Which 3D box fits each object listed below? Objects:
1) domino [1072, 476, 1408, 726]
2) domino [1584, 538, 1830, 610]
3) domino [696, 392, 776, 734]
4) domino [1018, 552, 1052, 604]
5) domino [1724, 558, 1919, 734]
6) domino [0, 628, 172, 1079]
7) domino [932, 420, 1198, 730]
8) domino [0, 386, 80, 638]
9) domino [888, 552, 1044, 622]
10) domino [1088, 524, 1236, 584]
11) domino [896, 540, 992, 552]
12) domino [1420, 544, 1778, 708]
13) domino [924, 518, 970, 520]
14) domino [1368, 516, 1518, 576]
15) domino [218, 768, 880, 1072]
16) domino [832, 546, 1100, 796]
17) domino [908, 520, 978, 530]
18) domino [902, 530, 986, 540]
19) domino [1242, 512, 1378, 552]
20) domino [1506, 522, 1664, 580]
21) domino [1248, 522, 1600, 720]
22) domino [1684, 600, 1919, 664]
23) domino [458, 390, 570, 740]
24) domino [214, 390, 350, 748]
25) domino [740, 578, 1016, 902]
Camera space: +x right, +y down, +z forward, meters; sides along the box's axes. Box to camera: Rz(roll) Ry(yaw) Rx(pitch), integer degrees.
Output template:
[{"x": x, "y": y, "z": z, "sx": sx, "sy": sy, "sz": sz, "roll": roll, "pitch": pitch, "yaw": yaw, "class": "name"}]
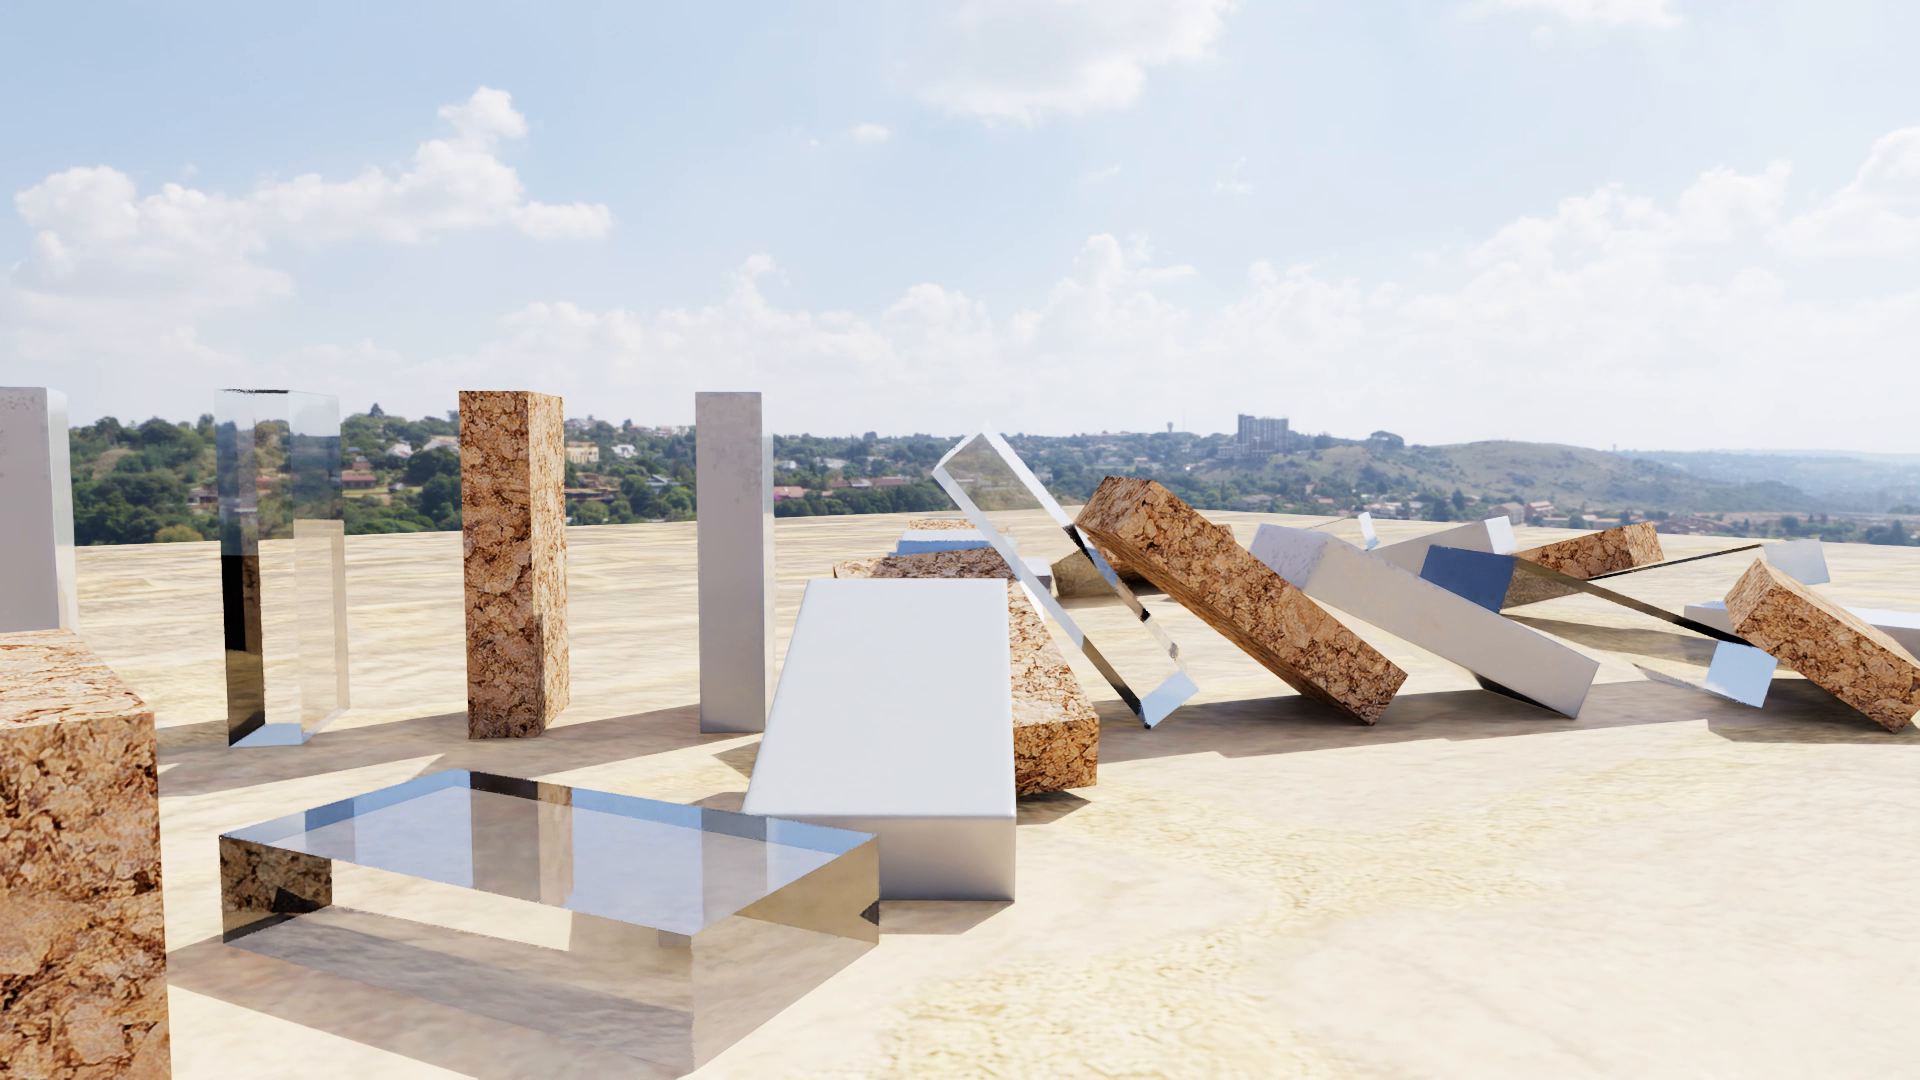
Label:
[{"x": 0.043, "y": 0.009, "z": 0.201, "sx": 0.050, "sy": 0.009, "sz": 0.025, "roll": 36, "pitch": -2, "yaw": -10, "class": "domino"}, {"x": 0.157, "y": 0.010, "z": 0.281, "sx": 0.025, "sy": 0.010, "sz": 0.050, "roll": -3, "pitch": -11, "yaw": -34, "class": "domino"}, {"x": -0.034, "y": 0.003, "z": 0.199, "sx": 0.009, "sy": 0.050, "sz": 0.025, "roll": 0, "pitch": 4, "yaw": -5, "class": "domino"}, {"x": 0.013, "y": 0.010, "z": 0.366, "sx": 0.025, "sy": 0.009, "sz": 0.050, "roll": 0, "pitch": 4, "yaw": 2, "class": "domino"}, {"x": 0.143, "y": 0.016, "z": 0.213, "sx": 0.025, "sy": 0.009, "sz": 0.050, "roll": 38, "pitch": 21, "yaw": 21, "class": "domino"}, {"x": -0.072, "y": 0.023, "z": 0.101, "sx": 0.009, "sy": 0.025, "sz": 0.050, "roll": -4, "pitch": 6, "yaw": -40, "class": "domino"}, {"x": 0.016, "y": 0.004, "z": 0.200, "sx": 0.009, "sy": 0.050, "sz": 0.025, "roll": -40, "pitch": 5, "yaw": 8, "class": "domino"}, {"x": -0.132, "y": 0.004, "z": 0.181, "sx": 0.010, "sy": 0.050, "sz": 0.025, "roll": -2, "pitch": 5, "yaw": -30, "class": "domino"}, {"x": 0.000, "y": 0.016, "z": 0.198, "sx": 0.025, "sy": 0.010, "sz": 0.050, "roll": 0, "pitch": 22, "yaw": 0, "class": "domino"}, {"x": 0.055, "y": 0.005, "z": 0.379, "sx": 0.050, "sy": 0.009, "sz": 0.025, "roll": -3, "pitch": -18, "yaw": -33, "class": "domino"}, {"x": 0.000, "y": 0.014, "z": 0.230, "sx": 0.025, "sy": 0.010, "sz": 0.050, "roll": 0, "pitch": 21, "yaw": 1, "class": "domino"}, {"x": 0.105, "y": 0.014, "z": 0.214, "sx": 0.050, "sy": 0.009, "sz": 0.025, "roll": 18, "pitch": 1, "yaw": -11, "class": "domino"}, {"x": 0.002, "y": 0.007, "z": 0.328, "sx": 0.025, "sy": 0.010, "sz": 0.050, "roll": 0, "pitch": 19, "yaw": 2, "class": "domino"}, {"x": 0.115, "y": 0.006, "z": 0.334, "sx": 0.050, "sy": 0.009, "sz": 0.025, "roll": -18, "pitch": -7, "yaw": 35, "class": "domino"}, {"x": -0.035, "y": 0.030, "z": 0.109, "sx": 0.050, "sy": 0.009, "sz": 0.025, "roll": 2, "pitch": 5, "yaw": 27, "class": "domino"}, {"x": -0.001, "y": 0.016, "z": 0.171, "sx": 0.025, "sy": 0.010, "sz": 0.050, "roll": -5, "pitch": 24, "yaw": -11, "class": "domino"}, {"x": -0.001, "y": 0.009, "z": 0.296, "sx": 0.025, "sy": 0.010, "sz": 0.050, "roll": 0, "pitch": 21, "yaw": 2, "class": "domino"}, {"x": -0.001, "y": 0.011, "z": 0.263, "sx": 0.025, "sy": 0.010, "sz": 0.050, "roll": 0, "pitch": 21, "yaw": 1, "class": "domino"}, {"x": 0.087, "y": 0.004, "z": 0.353, "sx": 0.050, "sy": 0.010, "sz": 0.025, "roll": -17, "pitch": -3, "yaw": 23, "class": "domino"}, {"x": 0.139, "y": 0.007, "z": 0.311, "sx": 0.050, "sy": 0.010, "sz": 0.025, "roll": -20, "pitch": -10, "yaw": 41, "class": "domino"}, {"x": 0.073, "y": 0.012, "z": 0.206, "sx": 0.050, "sy": 0.009, "sz": 0.025, "roll": 24, "pitch": 0, "yaw": -11, "class": "domino"}, {"x": 0.173, "y": 0.019, "z": 0.250, "sx": 0.025, "sy": 0.010, "sz": 0.050, "roll": -3, "pitch": 5, "yaw": -34, "class": "domino"}, {"x": -0.068, "y": 0.003, "z": 0.196, "sx": 0.009, "sy": 0.050, "sz": 0.025, "roll": 0, "pitch": 4, "yaw": -6, "class": "domino"}, {"x": -0.100, "y": 0.003, "z": 0.192, "sx": 0.010, "sy": 0.050, "sz": 0.025, "roll": -1, "pitch": 4, "yaw": -11, "class": "domino"}, {"x": -0.007, "y": 0.019, "z": 0.141, "sx": 0.025, "sy": 0.010, "sz": 0.050, "roll": 0, "pitch": 24, "yaw": 1, "class": "domino"}]
